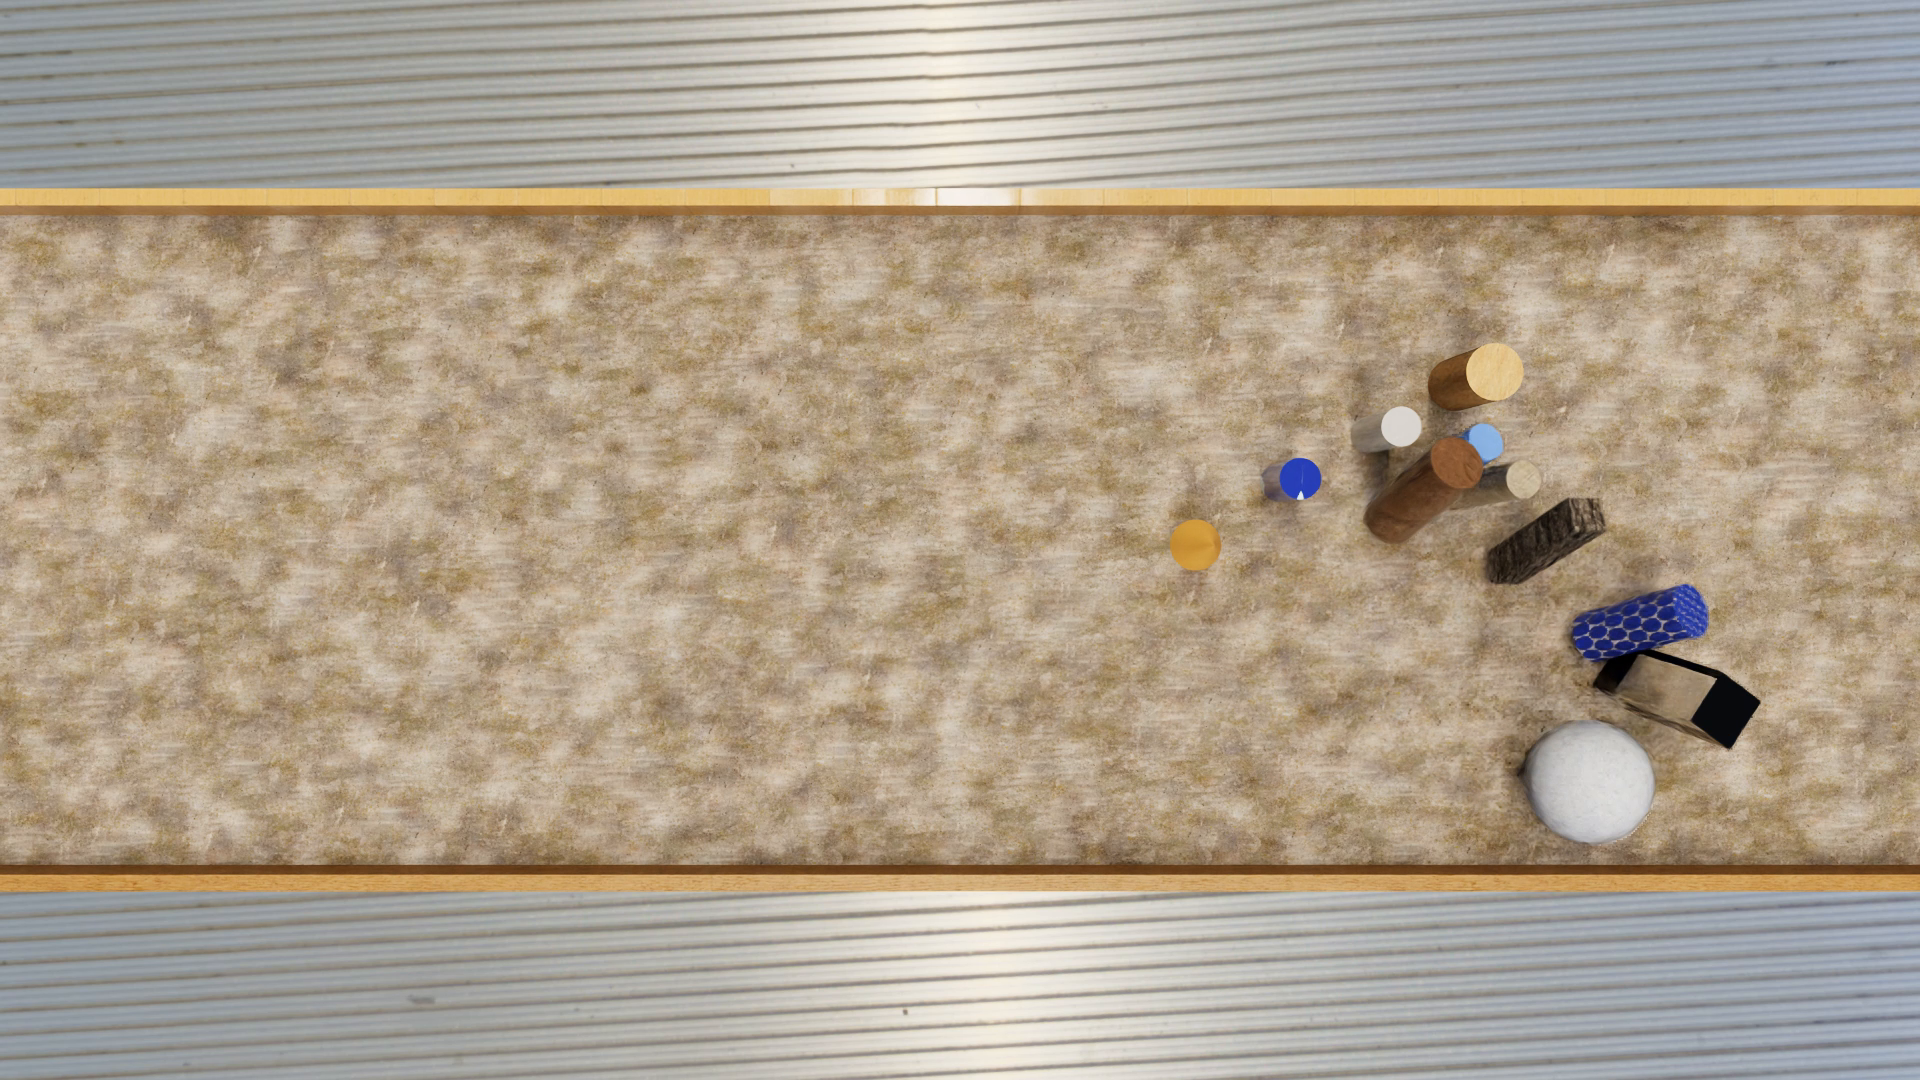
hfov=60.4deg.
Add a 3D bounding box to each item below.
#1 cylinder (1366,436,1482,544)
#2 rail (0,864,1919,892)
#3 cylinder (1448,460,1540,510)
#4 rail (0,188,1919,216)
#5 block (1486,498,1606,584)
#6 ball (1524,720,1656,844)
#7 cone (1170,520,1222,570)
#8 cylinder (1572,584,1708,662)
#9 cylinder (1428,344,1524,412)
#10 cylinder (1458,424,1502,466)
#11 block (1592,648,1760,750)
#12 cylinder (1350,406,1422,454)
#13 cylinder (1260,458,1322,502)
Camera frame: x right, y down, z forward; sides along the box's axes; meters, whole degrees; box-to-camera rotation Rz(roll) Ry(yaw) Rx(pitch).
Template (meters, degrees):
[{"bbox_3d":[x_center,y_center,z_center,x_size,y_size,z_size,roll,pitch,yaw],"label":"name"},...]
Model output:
[{"bbox_3d":[1.357,-0.141,4.845,0.160,0.432,0.160,4,68,-11],"label":"cylinder"},{"bbox_3d":[-2.247,1.025,5.001,12.000,0.150,0.050,0,90,0],"label":"rail"},{"bbox_3d":[1.562,-0.159,4.879,0.109,0.379,0.109,1,86,-13],"label":"cylinder"},{"bbox_3d":[-2.247,-1.025,5.002,12.000,0.150,0.050,0,90,0],"label":"rail"},{"bbox_3d":[1.715,0.007,4.845,0.100,0.446,0.100,1,69,-14],"label":"block"},{"bbox_3d":[1.837,0.705,4.821,0.360,0.360,0.360,0,90,0],"label":"ball"},{"bbox_3d":[0.726,0.016,4.887,0.158,0.379,0.158,0,90,0],"label":"cone"},{"bbox_3d":[2.012,0.249,4.890,0.156,0.349,0.156,11,68,-30],"label":"cylinder"},{"bbox_3d":[1.522,-0.478,4.884,0.163,0.385,0.163,0,90,0],"label":"cylinder"},{"bbox_3d":[1.456,-0.226,4.887,0.109,0.367,0.109,5,71,-15],"label":"cylinder"},{"bbox_3d":[2.092,0.448,4.836,0.164,0.451,0.164,34,89,-16],"label":"block"},{"bbox_3d":[1.259,-0.324,4.890,0.114,0.374,0.114,0,90,0],"label":"cylinder"},{"bbox_3d":[0.984,-0.177,4.921,0.121,0.312,0.121,0,90,0],"label":"cylinder"}]
